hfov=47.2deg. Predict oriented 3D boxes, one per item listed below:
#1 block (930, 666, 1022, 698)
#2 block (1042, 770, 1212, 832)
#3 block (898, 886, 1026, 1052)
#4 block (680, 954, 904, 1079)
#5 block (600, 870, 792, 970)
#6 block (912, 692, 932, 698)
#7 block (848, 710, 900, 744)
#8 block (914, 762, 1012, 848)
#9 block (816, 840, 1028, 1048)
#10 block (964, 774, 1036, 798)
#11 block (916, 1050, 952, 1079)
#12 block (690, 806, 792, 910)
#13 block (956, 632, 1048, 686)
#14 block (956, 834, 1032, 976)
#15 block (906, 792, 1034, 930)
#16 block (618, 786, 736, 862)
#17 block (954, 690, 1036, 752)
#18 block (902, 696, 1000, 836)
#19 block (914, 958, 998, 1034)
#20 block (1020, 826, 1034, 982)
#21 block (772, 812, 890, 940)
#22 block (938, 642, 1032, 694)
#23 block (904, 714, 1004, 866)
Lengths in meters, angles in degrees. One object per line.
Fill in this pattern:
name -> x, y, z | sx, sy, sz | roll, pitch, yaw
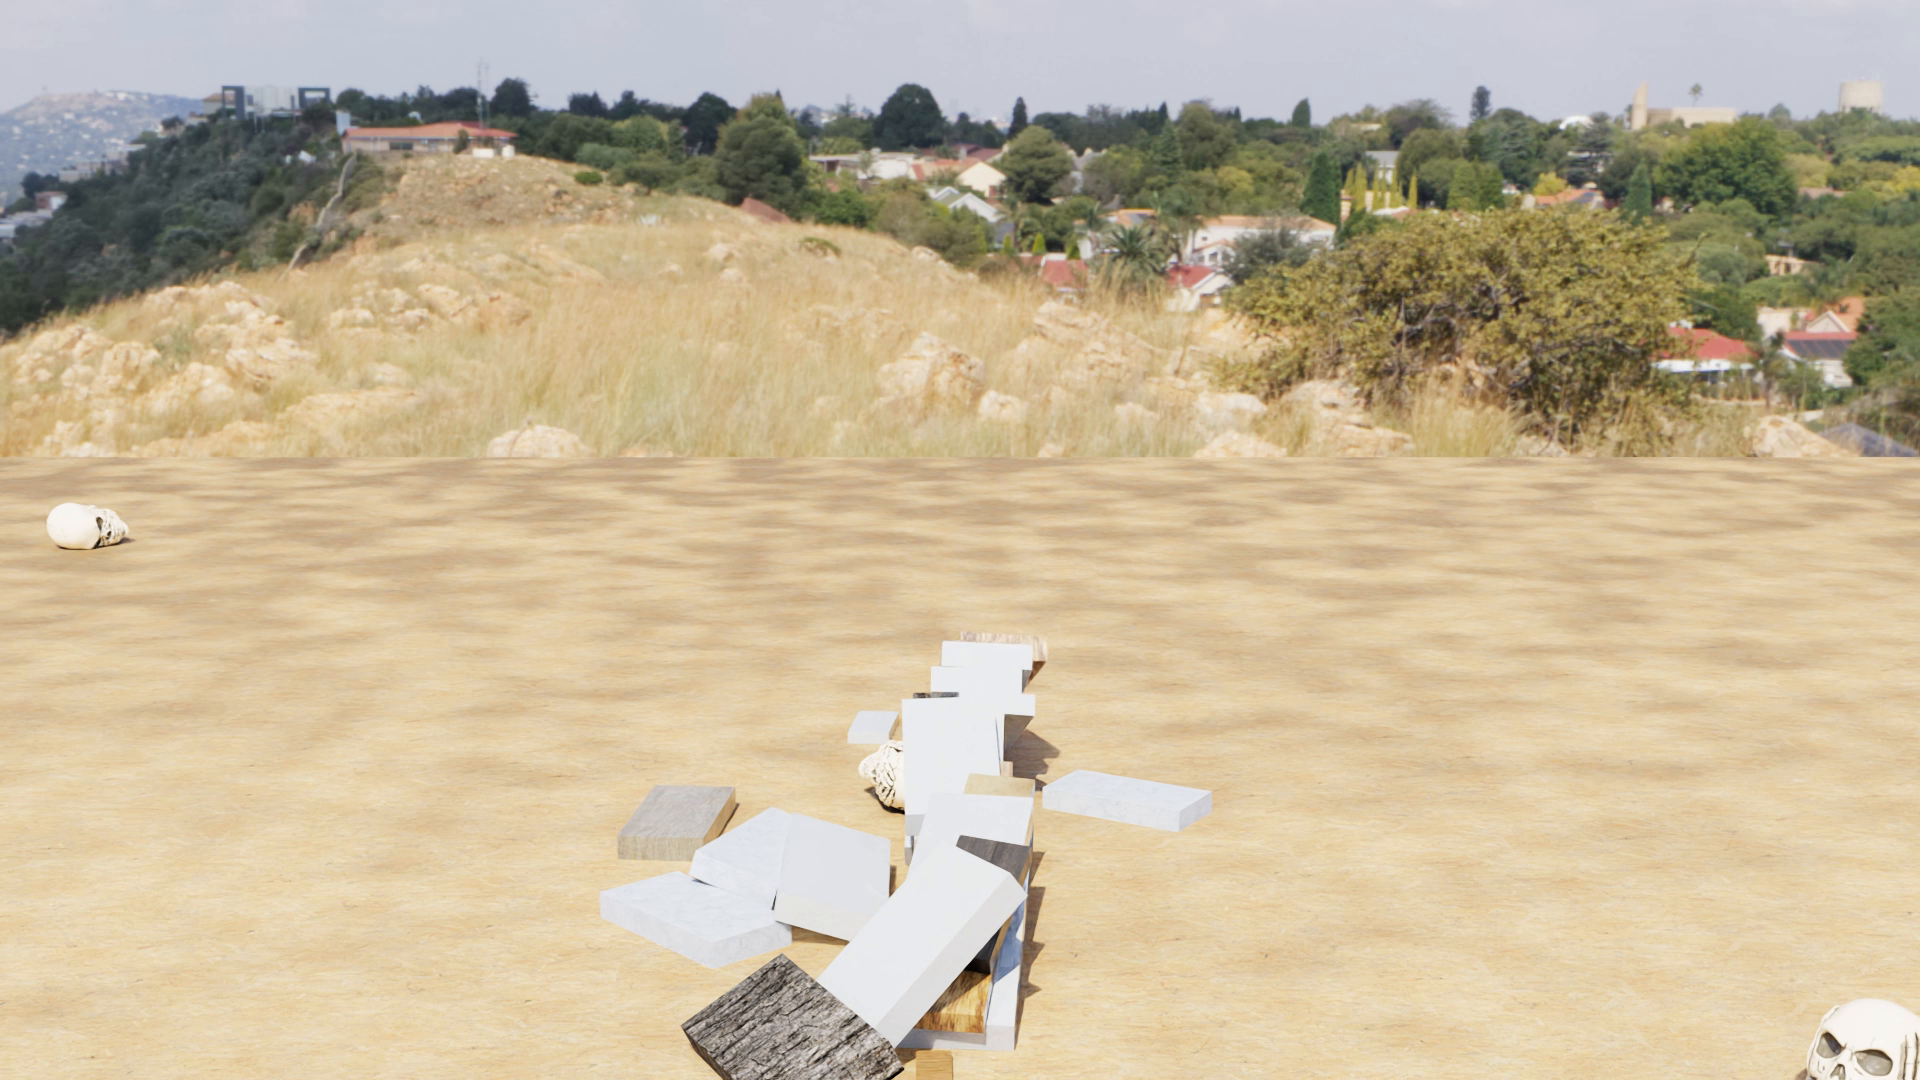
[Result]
block -> 0.033, 0.309, 4.206 | 0.167, 0.047, 0.334 | 1, -18, 2
block -> 0.313, 0.486, 4.118 | 0.283, 0.040, 0.141 | 6, 12, 31
block -> 0.007, 0.613, 3.180 | 0.162, 0.046, 0.324 | 1, 27, 4
block -> -0.227, 0.670, 2.907 | 0.171, 0.049, 0.343 | -33, 23, -19
block -> -0.422, 0.600, 3.495 | 0.153, 0.043, 0.305 | -10, 14, -42
block -> -0.003, 0.338, 4.626 | 0.112, 0.032, 0.224 | 4, -5, -25
block -> -0.182, 0.396, 4.650 | 0.085, 0.024, 0.171 | 1, 11, 5
block -> 0.007, 0.495, 3.738 | 0.164, 0.046, 0.328 | 0, 32, 1
block -> -0.080, 0.579, 3.035 | 0.347, 0.049, 0.171 | -46, 30, -18
block -> 0.051, 0.463, 3.610 | 0.112, 0.032, 0.224 | 5, 28, 9
block -> -0.035, 0.714, 2.963 | 0.049, 0.014, 0.097 | 0, 11, -1
block -> -0.317, 0.533, 3.702 | 0.153, 0.043, 0.305 | 21, 13, 16
block -> 0.061, 0.248, 4.349 | 0.167, 0.047, 0.334 | 4, -17, -7
block -> 0.022, 0.521, 3.153 | 0.108, 0.031, 0.217 | 7, 42, 16
block -> 0.015, 0.483, 3.342 | 0.162, 0.046, 0.324 | 2, 21, 7
block -> -0.509, 0.510, 3.979 | 0.153, 0.043, 0.305 | 1, 11, 5
block -> 0.046, 0.343, 4.157 | 0.141, 0.040, 0.283 | 5, -19, -8
block -> -0.016, 0.389, 3.821 | 0.164, 0.046, 0.328 | -2, 32, -2
block -> -0.007, 0.610, 3.101 | 0.108, 0.031, 0.217 | 3, 27, 7
block -> 0.022, 0.555, 3.381 | 0.162, 0.046, 0.324 | 2, 34, 5
block -> -0.204, 0.549, 3.574 | 0.171, 0.049, 0.343 | 17, 13, -5
block -> 0.040, 0.269, 4.254 | 0.167, 0.047, 0.401 | 3, -16, -2
block -> -0.007, 0.440, 3.912 | 0.164, 0.046, 0.328 | 1, 41, 2
